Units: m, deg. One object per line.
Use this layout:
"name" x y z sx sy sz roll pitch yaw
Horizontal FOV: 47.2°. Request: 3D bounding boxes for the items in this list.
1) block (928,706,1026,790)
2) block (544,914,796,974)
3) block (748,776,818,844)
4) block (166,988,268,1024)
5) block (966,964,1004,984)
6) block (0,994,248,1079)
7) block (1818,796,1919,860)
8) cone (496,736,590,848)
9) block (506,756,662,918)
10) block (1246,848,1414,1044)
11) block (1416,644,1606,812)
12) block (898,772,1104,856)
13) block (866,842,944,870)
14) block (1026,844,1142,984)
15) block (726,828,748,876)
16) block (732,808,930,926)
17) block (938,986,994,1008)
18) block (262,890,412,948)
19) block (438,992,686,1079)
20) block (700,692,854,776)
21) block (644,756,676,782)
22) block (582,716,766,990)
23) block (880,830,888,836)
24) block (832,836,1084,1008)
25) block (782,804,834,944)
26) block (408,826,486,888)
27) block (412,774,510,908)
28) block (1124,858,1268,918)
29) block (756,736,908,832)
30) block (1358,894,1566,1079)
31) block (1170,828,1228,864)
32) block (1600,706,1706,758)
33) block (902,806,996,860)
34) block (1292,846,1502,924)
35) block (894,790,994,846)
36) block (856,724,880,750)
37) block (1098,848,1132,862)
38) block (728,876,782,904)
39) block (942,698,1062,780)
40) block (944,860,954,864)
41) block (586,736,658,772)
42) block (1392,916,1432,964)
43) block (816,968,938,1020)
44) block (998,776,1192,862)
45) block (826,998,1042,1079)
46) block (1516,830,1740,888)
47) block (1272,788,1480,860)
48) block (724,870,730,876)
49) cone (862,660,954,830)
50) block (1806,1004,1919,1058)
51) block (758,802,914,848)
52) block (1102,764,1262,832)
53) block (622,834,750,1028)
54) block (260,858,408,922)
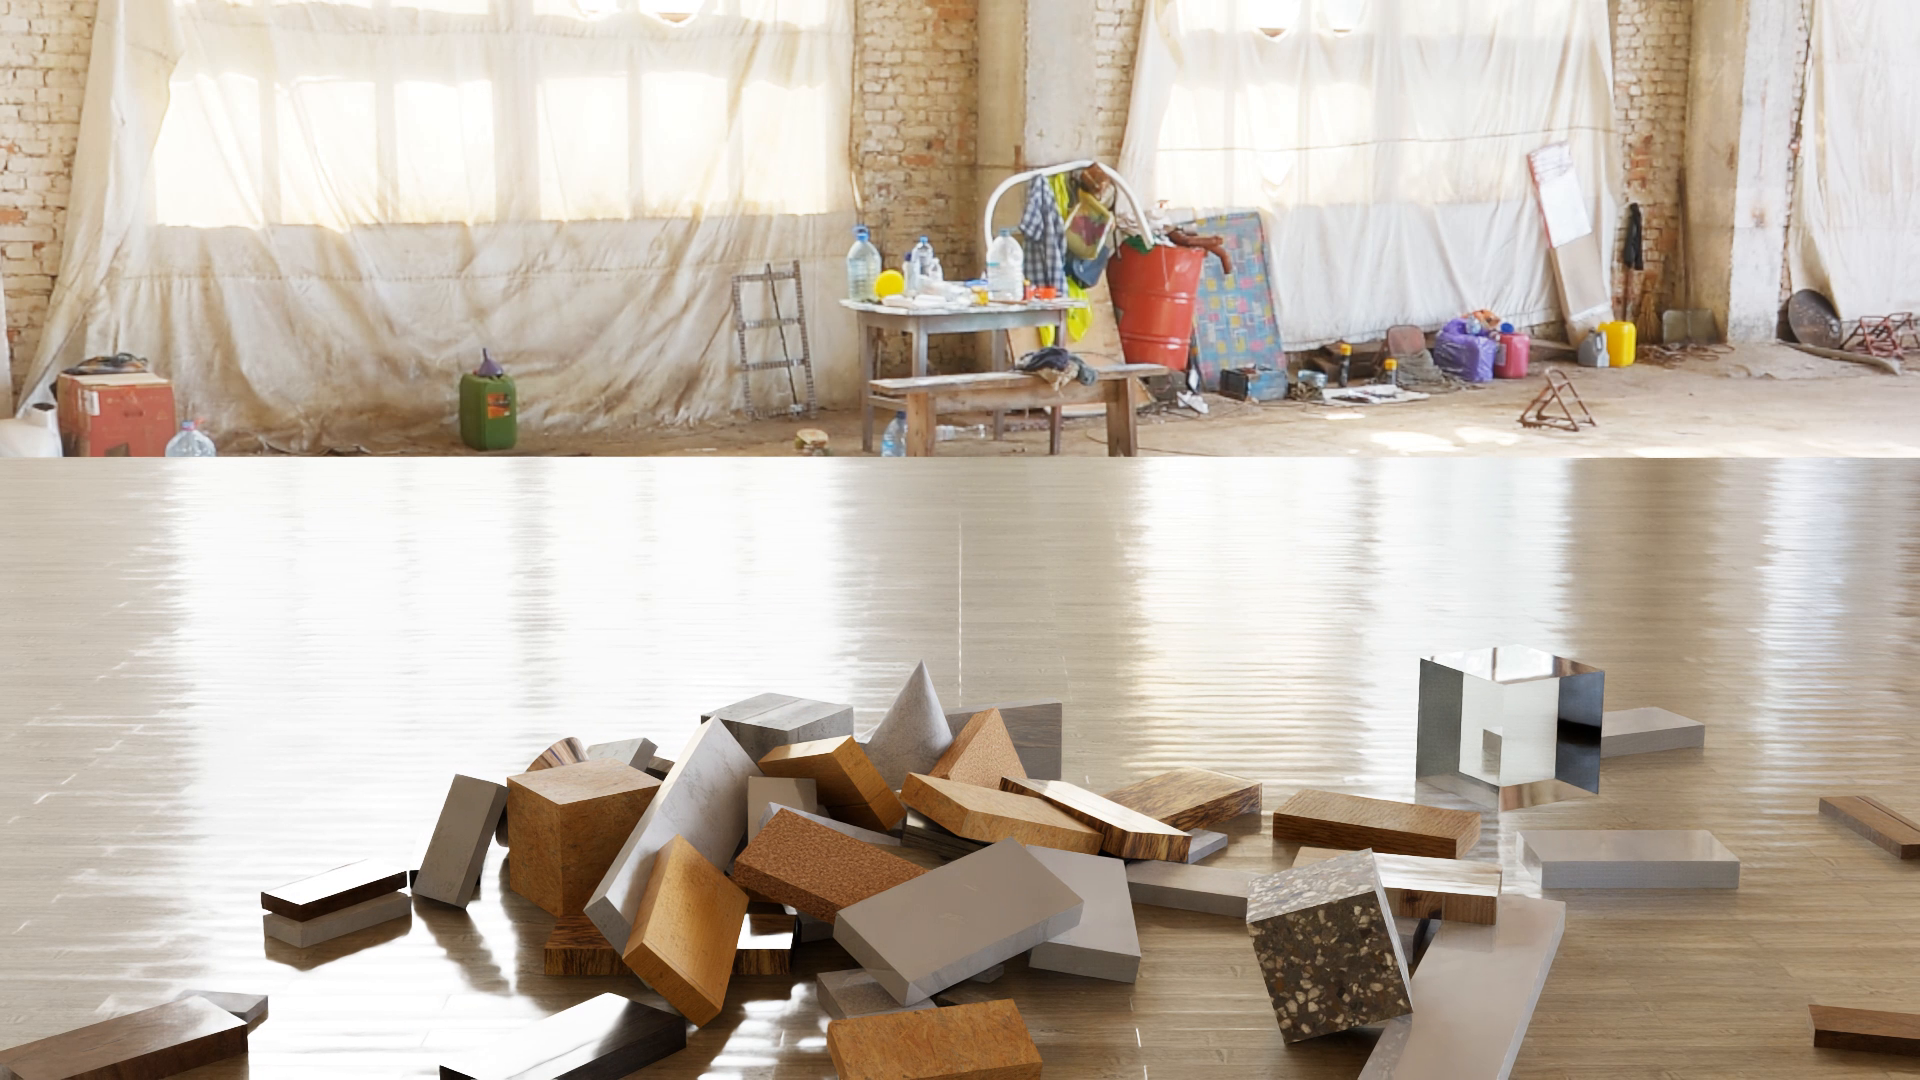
"block" 0.036 0.441 3.955 0.048 0.169 0.400 -21 7 17
"block" -0.441 0.622 3.385 0.370 0.041 0.146 0 11 0
"block" -0.293 0.470 3.626 0.114 0.032 0.228 3 28 -7
"block" -1.073 0.673 3.172 0.130 0.018 0.065 2 11 11
"block" 0.010 0.646 3.318 0.100 0.014 0.050 5 8 26
"block" -1.138 0.696 2.985 0.292 0.041 0.146 -10 15 -44
"block" 1.671 0.518 3.984 0.092 0.026 0.282 -1 11 -7
"cone" -0.648 0.504 3.851 0.231 0.231 0.231 32 21 16
"block" -0.619 0.493 3.657 0.195 0.195 0.195 -8 13 -36
"block" 0.524 0.574 3.122 0.183 0.183 0.183 -17 7 11
"block" 1.059 0.358 4.247 0.245 0.245 0.245 -5 12 -27
"block" 0.072 0.462 3.670 0.326 0.046 0.163 17 6 -42
"block" -0.094 0.526 3.503 0.184 0.026 0.092 14 25 -38
"block" 0.184 0.578 3.423 0.162 0.046 0.323 10 17 -4
"block" -0.382 0.500 3.763 0.132 0.037 0.264 -6 19 -31
"block" -0.177 0.516 3.333 0.297 0.042 0.148 21 33 16
"block" 0.020 0.673 3.182 0.100 0.014 0.050 10 15 44
"block" -0.998 0.601 3.531 0.104 0.029 0.208 9 14 39
"block" -0.533 0.697 2.973 0.153 0.043 0.306 8 13 36
"block" -0.337 0.413 4.071 0.201 0.201 0.201 7 12 32
"block" -0.492 0.466 4.015 0.262 0.114 0.032 10 37 42
"block" -0.438 0.479 3.506 0.043 0.153 0.717 -35 10 15
"block" -0.185 0.536 3.869 0.114 0.032 0.228 -1 11 -5
"block" 0.000 0.557 3.235 0.338 0.048 0.169 -18 41 -37
"block" -0.240 0.539 3.581 0.131 0.037 0.300 -5 30 -21
"block" -0.884 0.547 3.812 0.117 0.033 0.234 -2 11 -9
"block" -0.826 0.497 3.640 0.104 0.208 0.029 7 -18 34
"block" 0.387 0.576 3.649 0.243 0.034 0.121 4 11 23
"block" -0.223 0.424 3.769 0.046 0.163 0.326 -39 10 -27
"block" 0.710 0.671 3.103 0.166 0.047 0.932 4 11 22
"block" 0.409 0.540 3.883 0.068 0.019 0.135 8 13 36
"block" 1.368 0.401 4.568 0.312 0.044 0.156 -4 11 -21
"block" 0.024 0.504 3.662 0.243 0.034 0.122 17 10 -3
"block" 0.694 0.549 3.507 0.323 0.046 0.162 3 11 16
"block" -0.023 0.461 3.672 0.191 0.014 0.050 24 11 33
"block" -0.044 0.424 4.444 0.312 0.044 0.156 4 11 20
"block" 0.266 0.546 3.853 0.068 0.019 0.135 8 13 38
"block" -0.240 0.571 3.671 0.264 0.037 0.132 3 11 14
"block" 0.047 0.400 4.262 0.312 0.156 0.044 -4 11 -22
"block" 0.089 0.570 3.680 0.243 0.034 0.122 -1 11 -4
"block" -0.651 0.430 4.063 0.033 0.117 0.234 39 -28 -23
"block" 0.670 0.592 3.532 0.162 0.046 0.323 4 11 20
"block" -0.108 0.673 3.123 0.131 0.037 0.262 -3 11 -17
"block" 0.232 0.488 3.858 0.163 0.046 0.326 11 5 -41
"block" -0.035 0.686 2.946 0.262 0.037 0.131 -3 29 -17
"block" 1.142 0.547 3.774 0.333 0.047 0.167 0 11 0
"block" 0.749 0.513 3.953 0.333 0.047 0.166 5 12 27
"block" -0.460 0.507 3.867 0.264 0.037 0.132 20 22 32
"cone" -0.083 0.358 3.995 0.290 0.290 0.290 6 2 0
"block" 1.287 0.687 3.073 0.184 0.026 0.092 3 11 15
"block" -0.170 0.517 3.522 0.297 0.042 0.149 20 22 -26
"block" 0.391 0.491 4.072 0.169 0.048 0.338 10 14 42
"block" -0.399 0.569 3.233 0.043 0.153 0.306 -41 15 17
"block" -1.012 0.565 3.561 0.104 0.029 0.208 8 13 37
